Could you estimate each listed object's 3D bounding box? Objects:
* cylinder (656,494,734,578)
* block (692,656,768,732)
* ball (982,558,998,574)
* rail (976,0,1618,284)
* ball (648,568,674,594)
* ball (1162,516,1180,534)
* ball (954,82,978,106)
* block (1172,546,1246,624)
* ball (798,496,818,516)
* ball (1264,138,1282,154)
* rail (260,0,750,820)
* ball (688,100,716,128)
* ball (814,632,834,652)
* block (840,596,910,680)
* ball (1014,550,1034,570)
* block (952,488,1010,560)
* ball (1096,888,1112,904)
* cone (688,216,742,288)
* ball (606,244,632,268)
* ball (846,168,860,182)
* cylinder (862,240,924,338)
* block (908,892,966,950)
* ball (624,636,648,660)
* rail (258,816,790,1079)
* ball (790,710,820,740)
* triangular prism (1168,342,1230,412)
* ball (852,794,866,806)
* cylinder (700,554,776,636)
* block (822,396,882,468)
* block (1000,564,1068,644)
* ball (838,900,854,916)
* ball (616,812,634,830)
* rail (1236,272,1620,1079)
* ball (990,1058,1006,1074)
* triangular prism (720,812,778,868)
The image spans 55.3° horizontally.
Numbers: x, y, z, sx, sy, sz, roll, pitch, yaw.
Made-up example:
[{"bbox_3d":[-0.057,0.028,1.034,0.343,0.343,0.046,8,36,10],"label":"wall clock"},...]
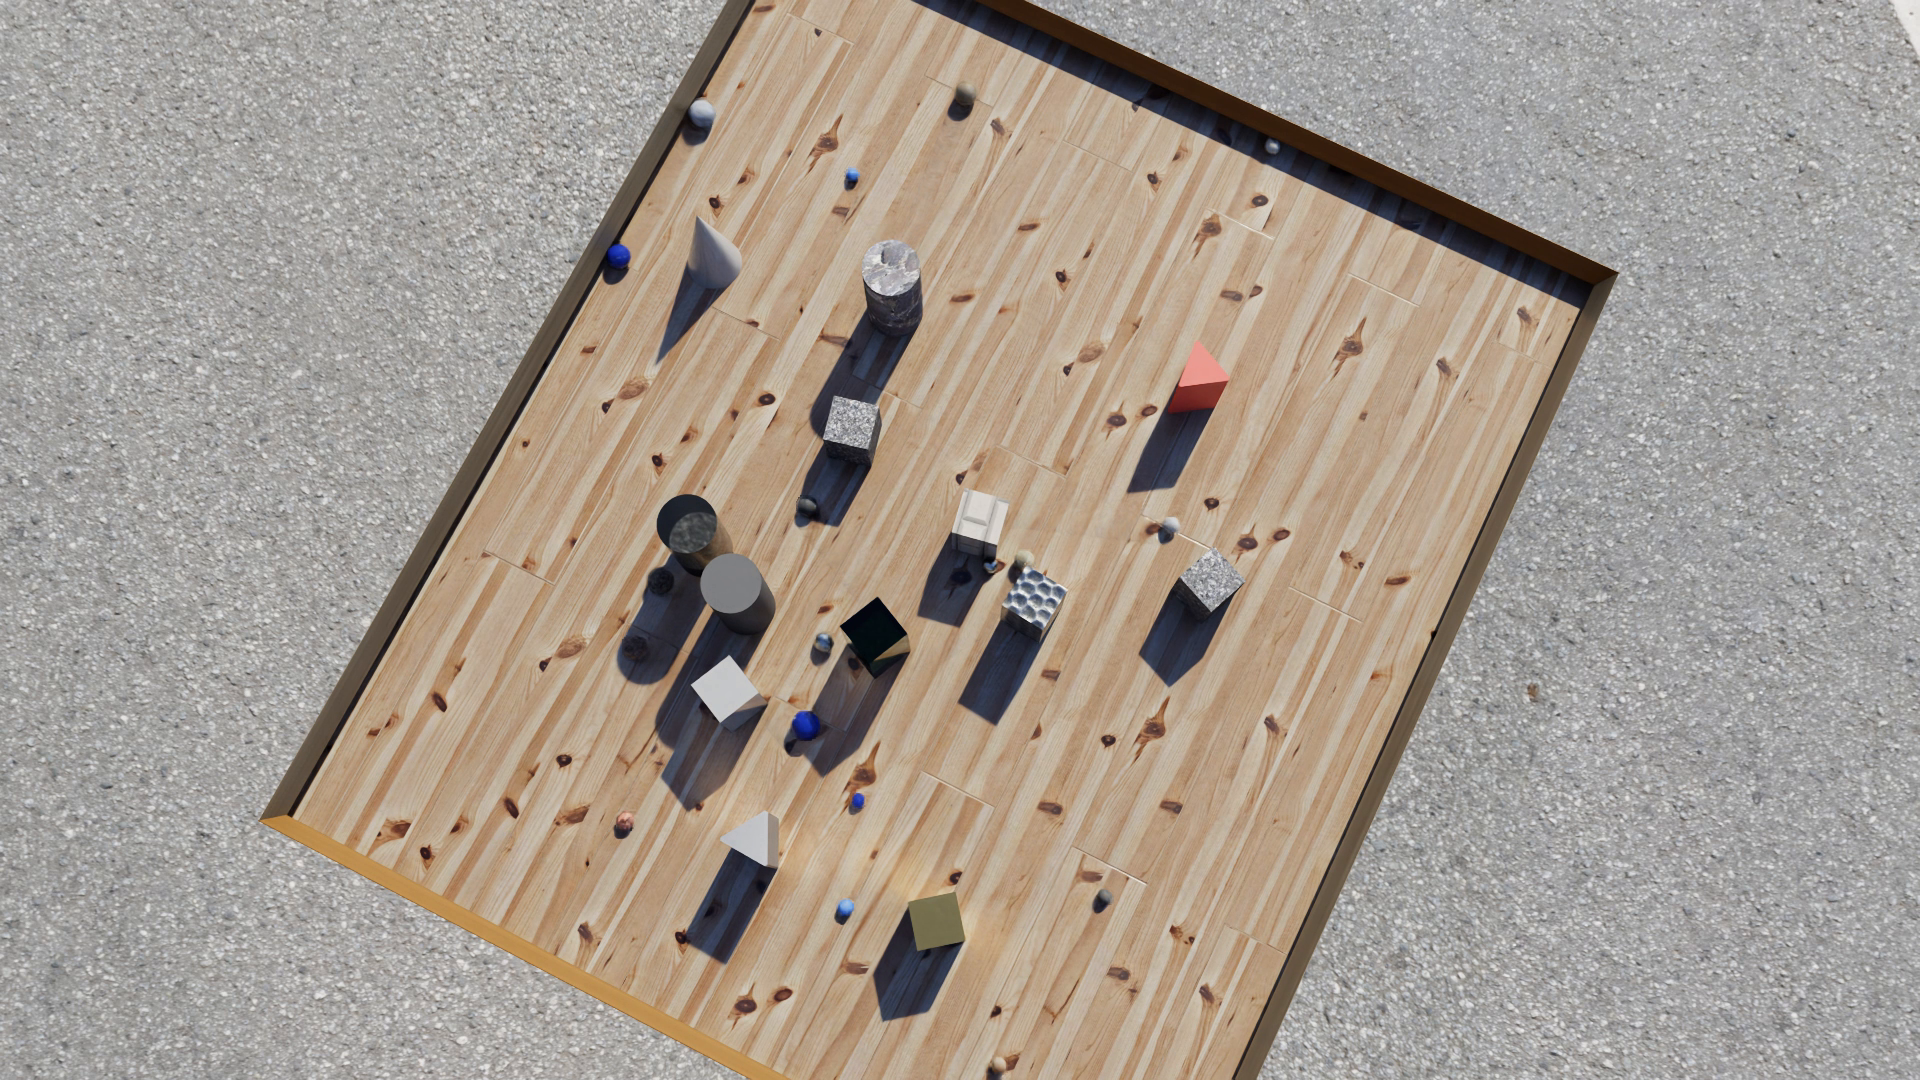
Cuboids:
[{"bbox_3d":[-0.781,-0.008,5.423,0.173,0.382,0.173,0,78,0],"label":"cylinder"},{"bbox_3d":[-0.673,0.454,5.381,0.138,0.277,0.138,-38,81,-7],"label":"block"},{"bbox_3d":[0.089,0.078,5.575,0.048,0.048,0.048,0,78,0],"label":"ball"},{"bbox_3d":[0.734,-1.432,5.853,2.903,0.112,0.045,26,80,5],"label":"rail"},{"bbox_3d":[-0.906,0.124,5.548,0.082,0.082,0.082,0,78,0],"label":"ball"},{"bbox_3d":[0.644,-0.045,5.599,0.051,0.051,0.051,0,78,0],"label":"ball"},{"bbox_3d":[0.020,-1.431,5.874,0.074,0.074,0.074,0,78,0],"label":"ball"},{"bbox_3d":[0.739,0.137,5.472,0.138,0.227,0.138,-41,81,-8],"label":"block"},{"bbox_3d":[-0.466,-0.105,5.608,0.058,0.058,0.058,0,78,0],"label":"ball"},{"bbox_3d":[0.998,-1.258,5.849,0.052,0.052,0.052,0,78,0],"label":"ball"},{"bbox_3d":[-1.277,-0.619,5.686,0.045,0.112,3.330,26,80,5],"label":"rail"},{"bbox_3d":[-0.825,-1.362,5.854,0.085,0.085,0.085,0,78,0],"label":"ball"},{"bbox_3d":[-0.408,0.308,5.521,0.061,0.061,0.061,0,78,0],"label":"ball"},{"bbox_3d":[-0.246,0.291,5.381,0.138,0.344,0.138,-38,81,-7],"label":"block"},{"bbox_3d":[0.195,0.063,5.571,0.063,0.063,0.063,0,78,0],"label":"ball"},{"bbox_3d":[0.061,-0.045,5.502,0.138,0.242,0.138,16,79,3],"label":"block"},{"bbox_3d":[0.424,1.046,5.377,0.045,0.045,0.045,0,78,0],"label":"ball"},{"bbox_3d":[-0.776,-0.918,5.600,0.173,0.404,0.173,0,78,0],"label":"cone"},{"bbox_3d":[-1.072,-0.892,5.762,0.076,0.076,0.076,0,78,0],"label":"ball"},{"bbox_3d":[-0.341,-1.161,5.835,0.041,0.041,0.041,0,78,0],"label":"ball"},{"bbox_3d":[-0.203,-0.759,5.570,0.173,0.397,0.173,0,78,0],"label":"cylinder"},{"bbox_3d":[-0.066,1.096,5.268,0.138,0.238,0.138,-11,79,-2],"label":"block"},{"bbox_3d":[-0.974,0.323,5.511,0.075,0.075,0.075,0,78,0],"label":"ball"},{"bbox_3d":[-0.734,1.444,5.260,2.903,0.112,0.045,26,80,5],"label":"rail"},{"bbox_3d":[-0.461,0.550,5.458,0.087,0.087,0.087,0,78,0],"label":"ball"},{"bbox_3d":[0.713,-0.498,5.568,0.150,0.295,0.130,-8,78,-2],"label":"triangular prism"},{"bbox_3d":[-0.302,0.771,5.436,0.040,0.040,0.040,0,78,0],"label":"ball"},{"bbox_3d":[-0.647,0.163,5.374,0.173,0.407,0.173,0,78,0],"label":"cylinder"},{"bbox_3d":[-0.325,-0.328,5.571,0.138,0.221,0.138,13,79,3],"label":"block"},{"bbox_3d":[0.216,0.194,5.429,0.138,0.288,0.138,31,80,6],"label":"block"},{"bbox_3d":[-0.333,1.077,5.370,0.047,0.047,0.047,0,78,0],"label":"ball"},{"bbox_3d":[-0.989,0.829,5.418,0.052,0.052,0.052,0,78,0],"label":"ball"},{"bbox_3d":[1.277,0.631,5.427,0.045,0.112,3.330,26,80,5],"label":"rail"},{"bbox_3d":[0.112,1.514,5.280,0.046,0.046,0.046,0,78,0],"label":"ball"},{"bbox_3d":[-0.573,0.847,5.278,0.150,0.320,0.130,29,80,6],"label":"triangular prism"}]
